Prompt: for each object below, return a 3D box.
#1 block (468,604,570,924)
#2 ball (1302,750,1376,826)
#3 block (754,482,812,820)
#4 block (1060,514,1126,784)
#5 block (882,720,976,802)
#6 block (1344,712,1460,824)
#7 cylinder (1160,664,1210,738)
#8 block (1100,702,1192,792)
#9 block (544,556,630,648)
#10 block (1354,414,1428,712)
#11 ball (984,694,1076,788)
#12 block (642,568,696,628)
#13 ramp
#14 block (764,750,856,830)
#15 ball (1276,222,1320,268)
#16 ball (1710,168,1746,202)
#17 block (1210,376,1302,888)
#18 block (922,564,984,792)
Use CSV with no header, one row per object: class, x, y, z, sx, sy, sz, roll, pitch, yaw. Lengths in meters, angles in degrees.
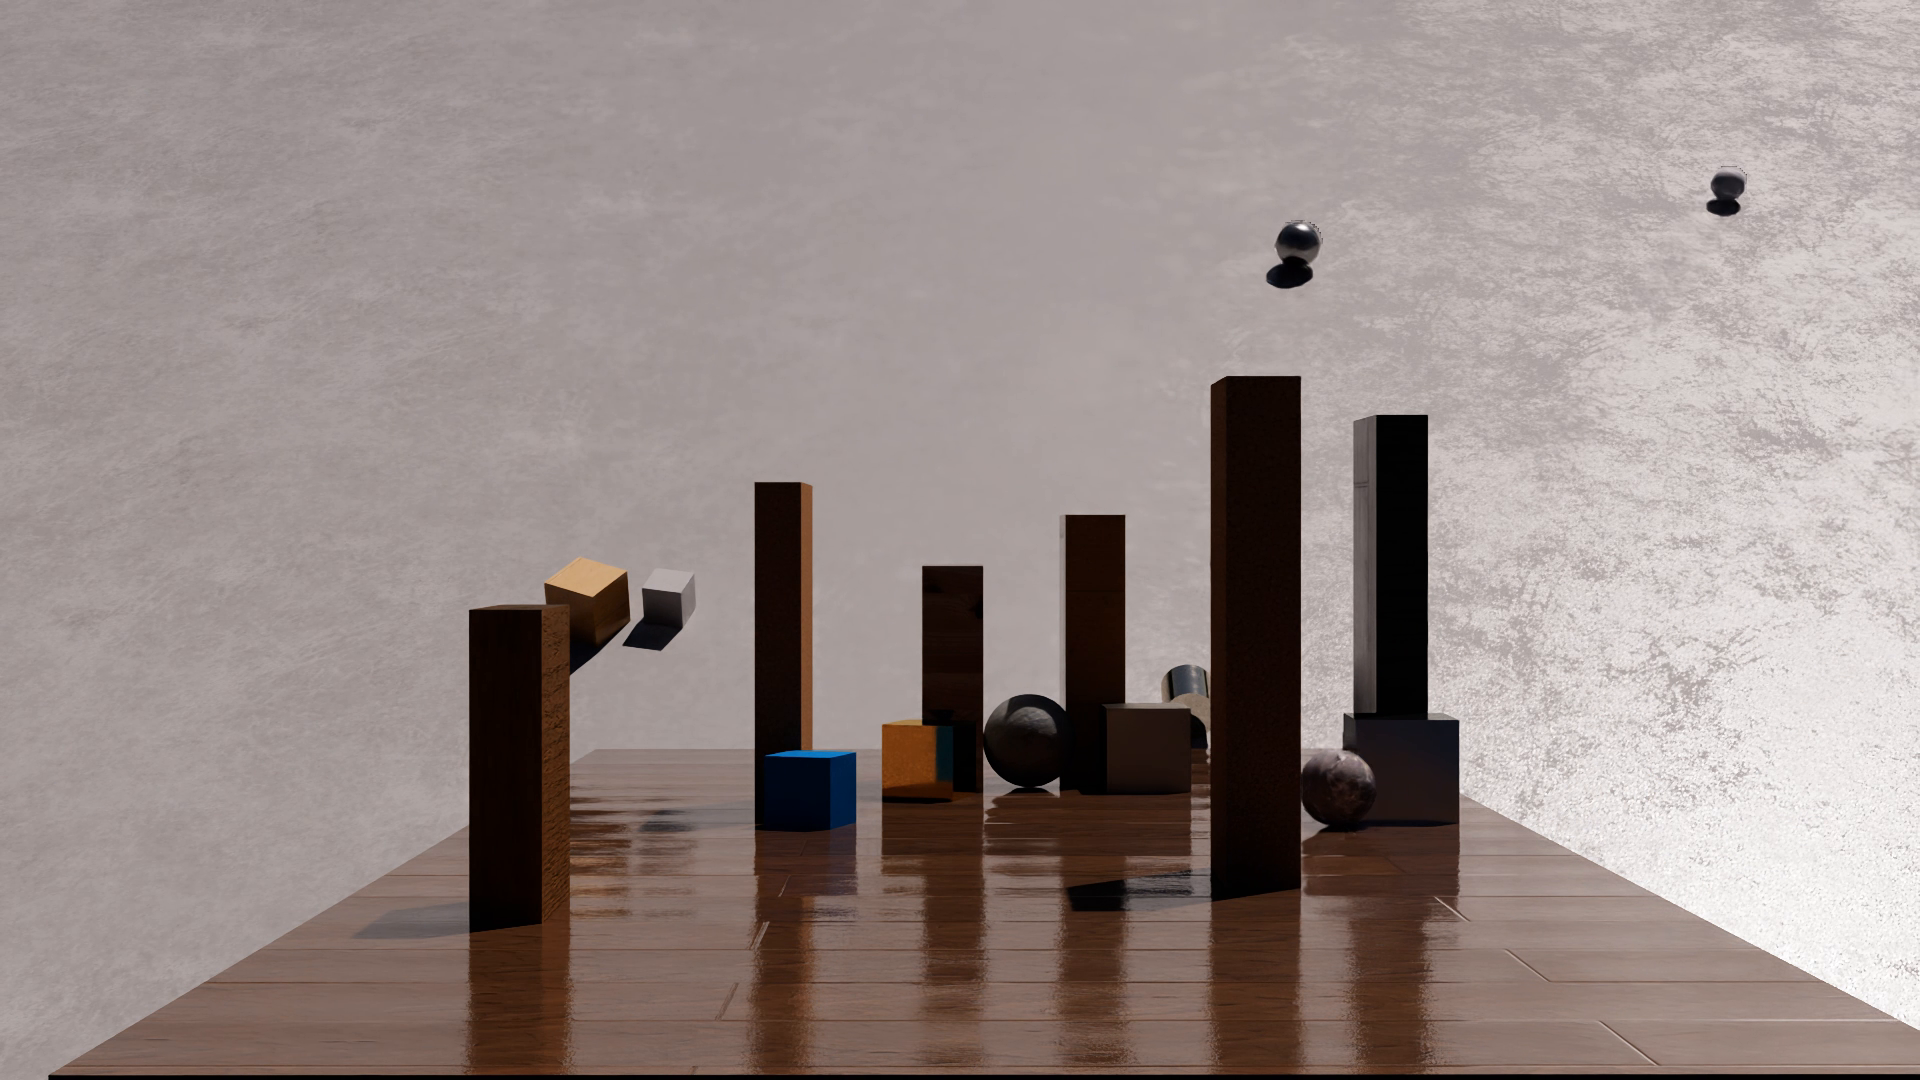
block,-0.645,0.321,3.801,0.103,0.446,0.265,0,0,0
ball,0.712,0.468,4.879,0.146,0.146,0.146,0,30,0
block,-0.352,0.214,5.199,0.090,0.653,0.395,0,0,0
block,0.298,0.241,5.862,0.133,0.595,0.322,0,0,0
block,-0.064,0.462,5.433,0.156,0.156,0.156,0,0,18
block,0.857,0.442,5.034,0.197,0.197,0.197,0,0,2
cylinder,0.607,0.428,6.871,0.141,0.141,0.141,1,29,1
block,0.401,0.449,5.613,0.180,0.180,0.180,0,0,-2
block,-1.049,0.174,7.292,0.165,0.165,0.165,15,33,25
block,0.877,0.145,5.281,0.103,0.789,0.297,0,0,0
ball,0.151,0.437,5.640,0.203,0.203,0.203,0,30,0
block,-0.827,0.165,7.359,0.116,0.116,0.116,7,30,12
ramp,0.066,0.592,4.645,2.000,0.100,4.000,0,0,0
block,-0.284,0.474,4.917,0.134,0.134,0.134,0,0,19
ball,1.242,-1.084,9.513,0.164,0.164,0.164,0,30,0
ball,2.993,-1.384,10.078,0.129,0.129,0.129,0,30,0
block,0.474,0.143,4.160,0.116,0.799,0.255,0,0,0
block,-0.016,0.297,5.714,0.131,0.484,0.387,0,0,0
